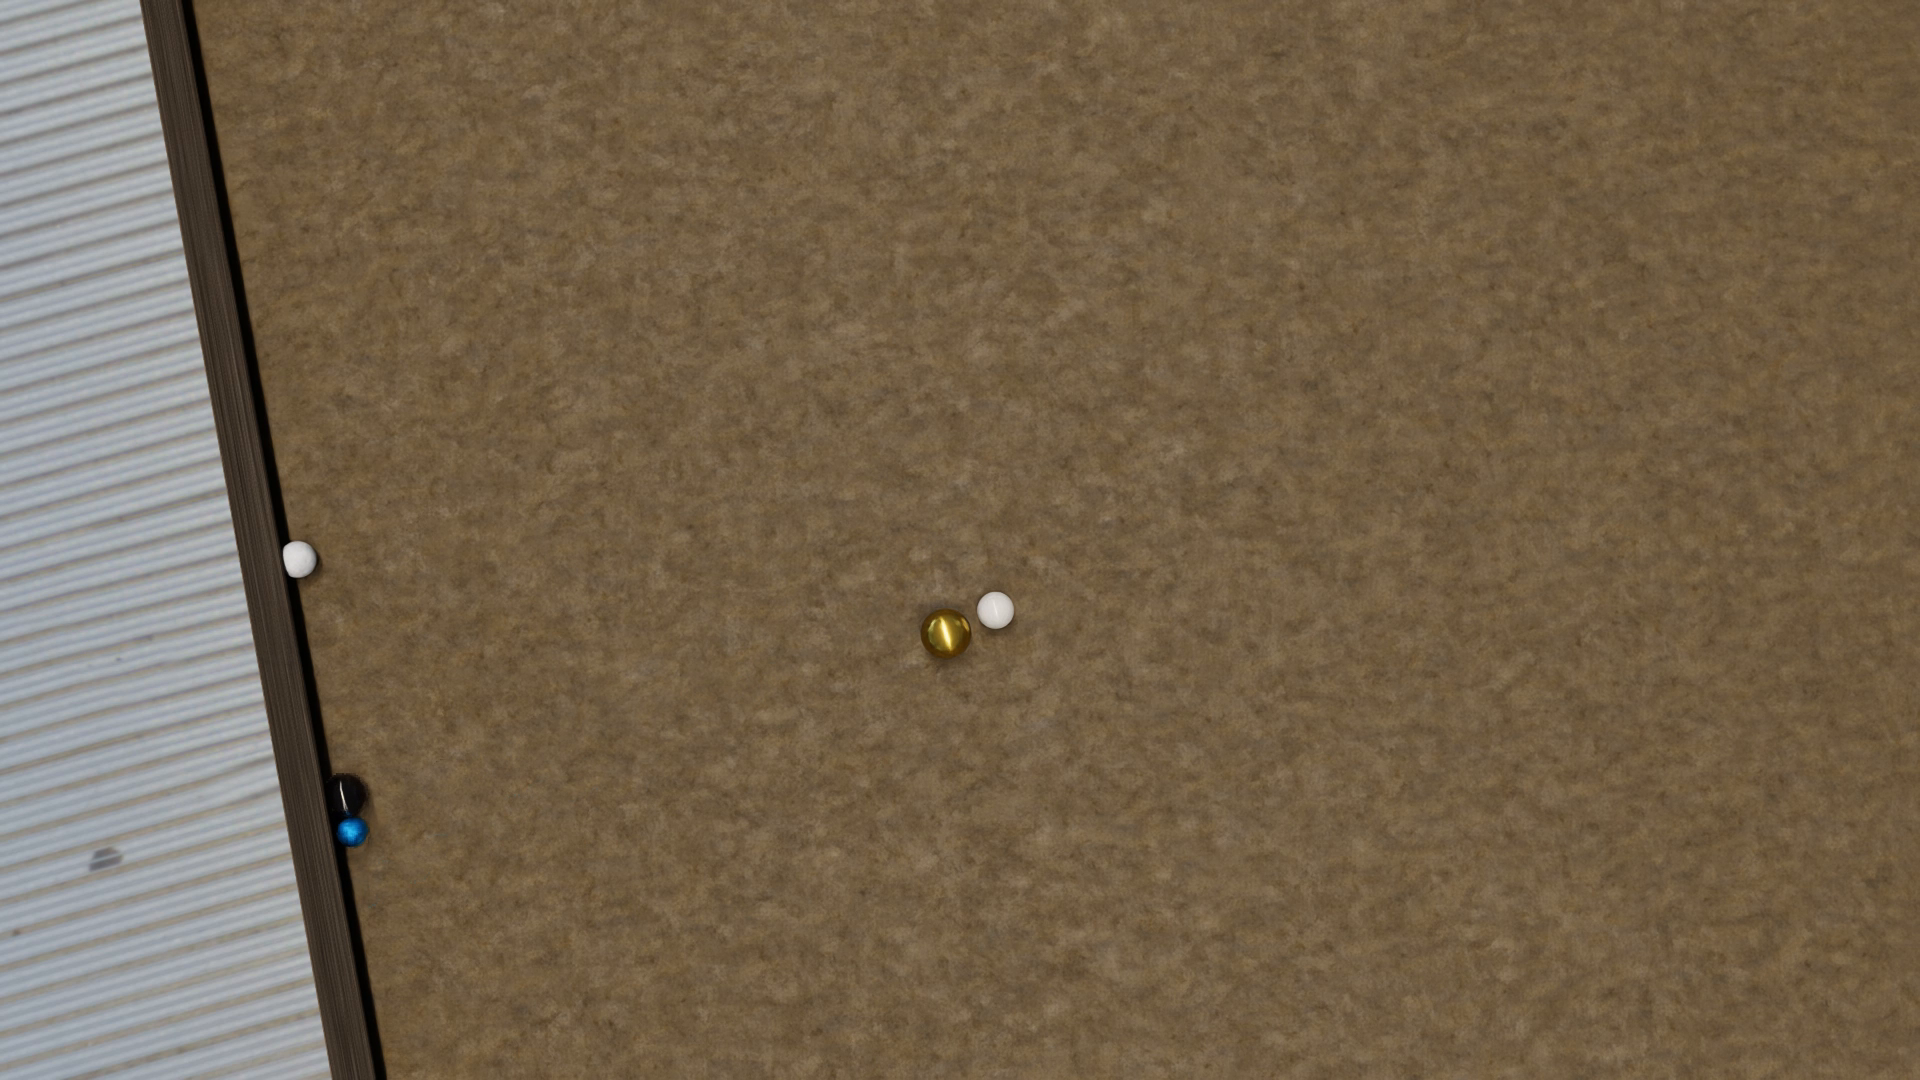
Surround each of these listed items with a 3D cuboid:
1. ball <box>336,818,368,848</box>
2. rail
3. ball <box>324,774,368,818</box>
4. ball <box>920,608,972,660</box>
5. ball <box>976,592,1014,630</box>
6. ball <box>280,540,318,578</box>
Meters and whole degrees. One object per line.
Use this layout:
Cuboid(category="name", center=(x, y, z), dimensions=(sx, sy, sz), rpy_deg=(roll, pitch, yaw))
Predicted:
Cuboid(category="ball", center=(-0.890, 0.428, 3.219), dimensions=(0.043, 0.043, 0.043), rpy_deg=(0, 83, 0))
Cuboid(category="rail", center=(-0.979, 0.206, 3.208), dimensions=(0.045, 0.114, 2.387), rpy_deg=(-12, 84, -1))
Cuboid(category="ball", center=(-0.899, 0.374, 3.216), dimensions=(0.062, 0.062, 0.062), rpy_deg=(0, 83, 0))
Cuboid(category="ball", center=(-0.020, 0.138, 3.236), dimensions=(0.076, 0.076, 0.076), rpy_deg=(0, 83, 0))
Cuboid(category="ball", center=(0.053, 0.104, 3.250), dimensions=(0.055, 0.055, 0.055), rpy_deg=(0, 83, 0))
Cuboid(category="ball", center=(-0.981, 0.029, 3.259), dimensions=(0.055, 0.055, 0.055), rpy_deg=(0, 83, 0))
